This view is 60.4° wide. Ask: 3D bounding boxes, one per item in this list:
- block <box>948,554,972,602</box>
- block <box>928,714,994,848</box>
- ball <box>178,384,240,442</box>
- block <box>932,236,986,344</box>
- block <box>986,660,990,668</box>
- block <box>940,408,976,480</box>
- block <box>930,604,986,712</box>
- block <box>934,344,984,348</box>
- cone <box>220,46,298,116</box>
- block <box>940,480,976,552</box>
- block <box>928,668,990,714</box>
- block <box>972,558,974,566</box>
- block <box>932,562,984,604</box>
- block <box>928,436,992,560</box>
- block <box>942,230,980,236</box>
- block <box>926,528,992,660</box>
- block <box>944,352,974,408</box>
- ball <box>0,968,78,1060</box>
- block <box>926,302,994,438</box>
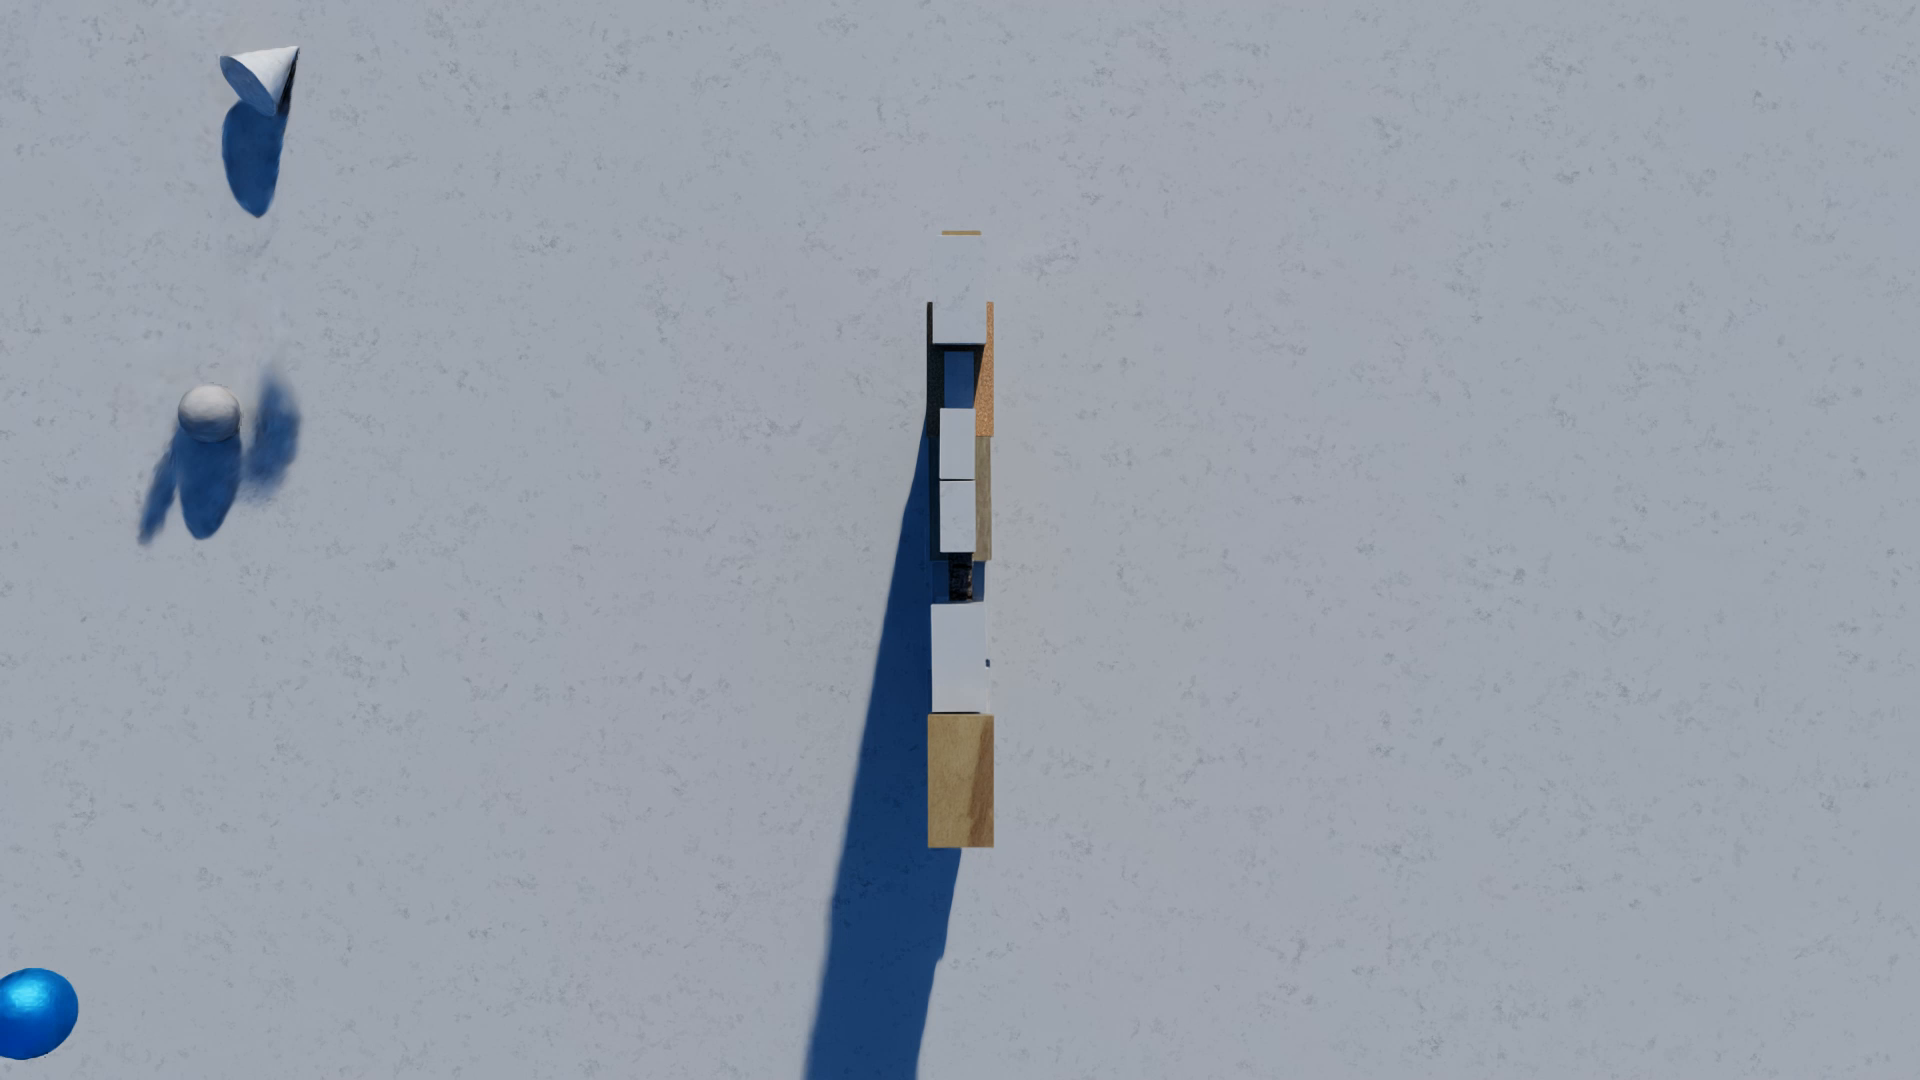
[{"bbox_3d":[0.001,0.090,3.980,0.056,0.016,0.113,-1,90,0],"label":"block"},{"bbox_3d":[0.002,0.557,3.825,0.152,0.043,0.304,0,90,0],"label":"block"},{"bbox_3d":[-2.460,-0.414,5.405,0.189,0.189,0.189,0,90,0],"label":"ball"},{"bbox_3d":[-0.001,-0.588,3.884,0.126,0.036,0.252,0,90,0],"label":"block"},{"bbox_3d":[0.004,0.482,4.527,0.155,0.044,0.311,0,90,0],"label":"block"},{"bbox_3d":[-0.006,-0.228,3.921,0.084,0.024,0.167,1,90,0],"label":"block"},{"bbox_3d":[-0.003,0.277,3.880,0.126,0.036,0.253,-1,90,0],"label":"block"},{"bbox_3d":[-0.001,-0.504,4.028,0.126,0.252,0.036,0,90,0],"label":"block"},{"bbox_3d":[-2.267,-1.567,5.448,0.233,0.233,0.233,38,64,0],"label":"cone"},{"bbox_3d":[-0.005,-0.056,3.920,0.084,0.024,0.168,0,90,0],"label":"block"},{"bbox_3d":[-0.004,0.479,4.173,0.155,0.044,0.311,0,90,0],"label":"block"},{"bbox_3d":[0.005,0.053,4.044,0.056,0.113,0.016,-1,90,0],"label":"block"},{"bbox_3d":[-0.004,0.189,4.171,0.132,0.037,0.264,0,90,0],"label":"block"},{"bbox_3d":[0.000,-0.103,4.122,0.154,0.044,0.309,-1,90,0],"label":"block"},{"bbox_3d":[0.004,-0.707,4.322,0.102,0.029,0.203,0,90,0],"label":"block"},{"bbox_3d":[-0.005,0.144,4.478,0.178,0.050,0.356,0,90,0],"label":"block"},{"bbox_3d":[-0.003,-0.386,4.004,0.070,0.020,0.140,0,90,0],"label":"block"},{"bbox_3d":[-2.165,1.101,3.834,0.205,0.205,0.205,0,90,0],"label":"ball"},{"bbox_3d":[0.000,-0.431,4.178,0.169,0.048,0.338,0,90,0],"label":"block"}]
